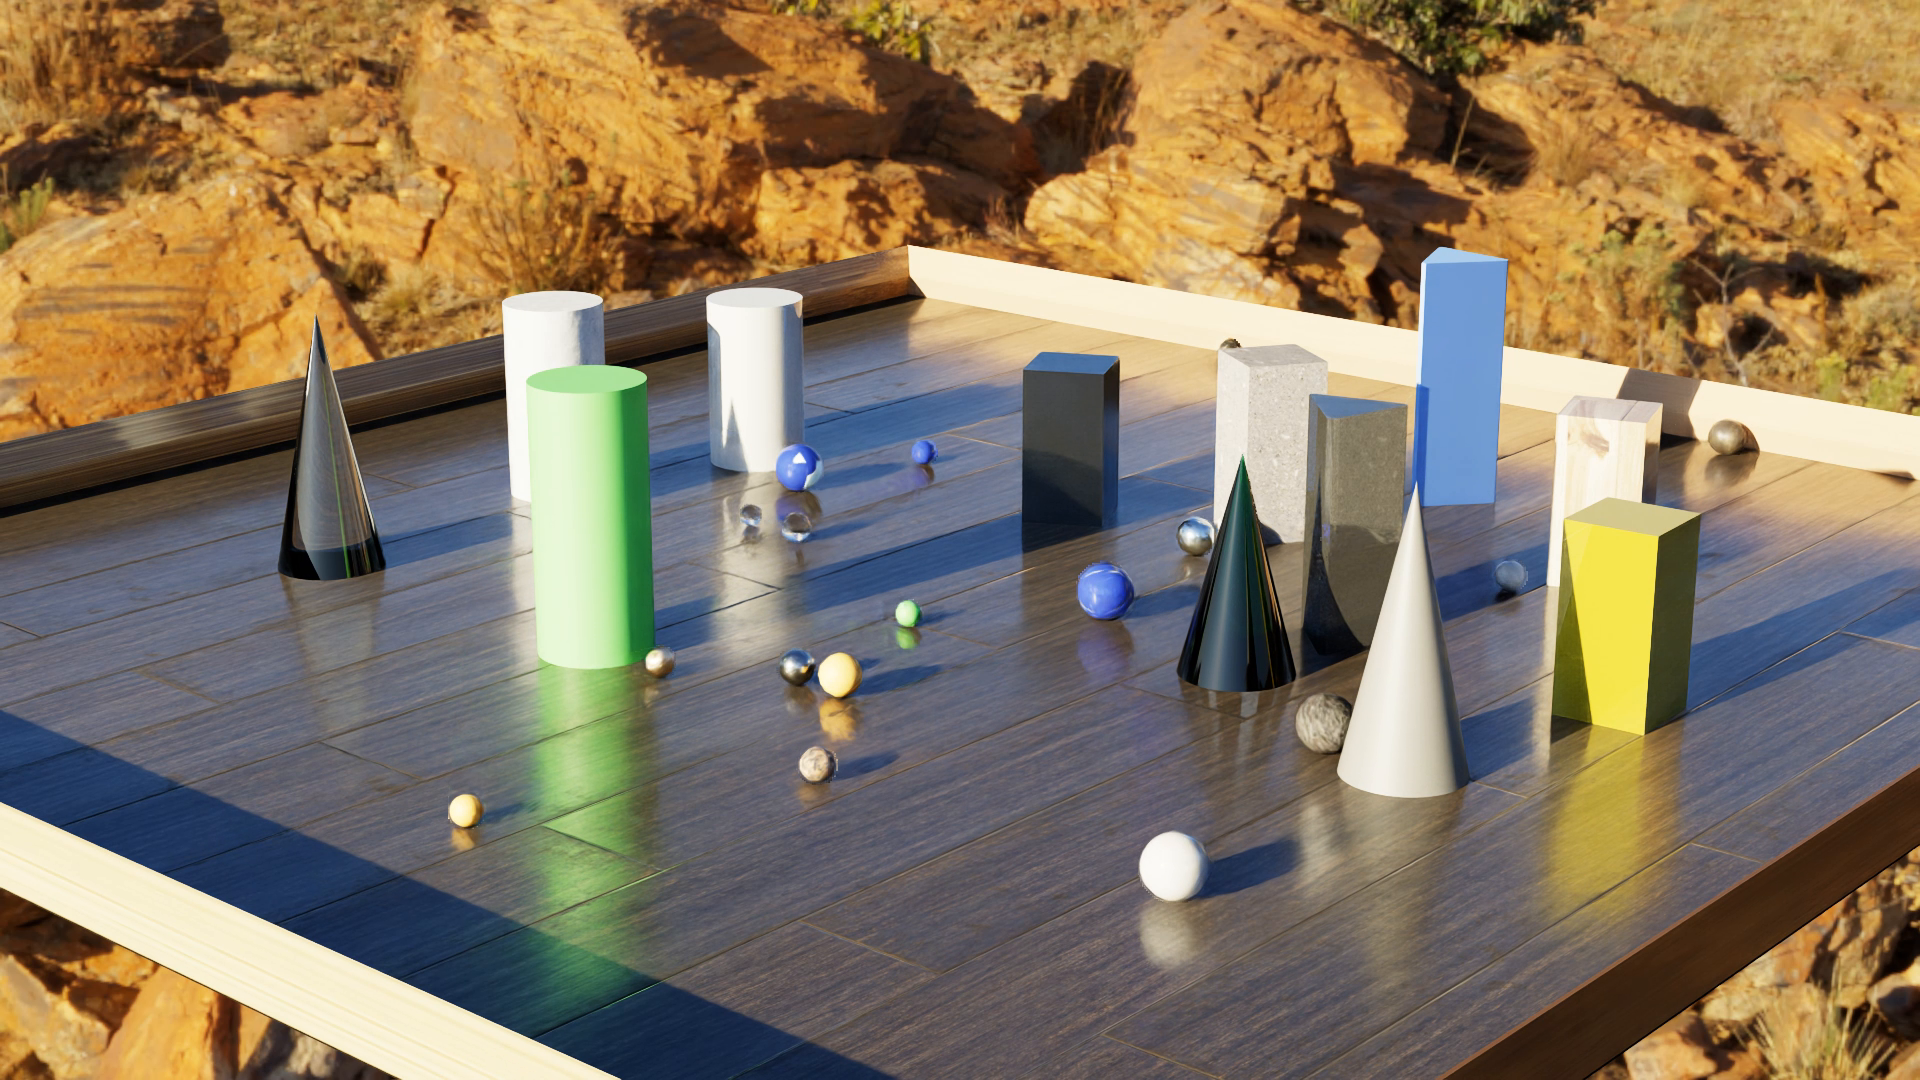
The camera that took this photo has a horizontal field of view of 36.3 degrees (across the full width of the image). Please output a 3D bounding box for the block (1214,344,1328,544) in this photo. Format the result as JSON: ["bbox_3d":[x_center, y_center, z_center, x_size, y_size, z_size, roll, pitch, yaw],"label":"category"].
[{"bbox_3d":[0.576,-0.178,5.449,0.154,0.338,0.154,-5,17,-16],"label":"block"}]

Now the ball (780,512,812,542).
[{"bbox_3d":[-0.303,-0.023,5.425,0.056,0.056,0.056,0,17,0],"label":"ball"}]

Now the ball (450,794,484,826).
[{"bbox_3d":[-0.692,0.379,4.109,0.046,0.046,0.046,0,17,0],"label":"ball"}]

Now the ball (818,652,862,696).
[{"bbox_3d":[-0.188,0.212,4.621,0.070,0.070,0.070,0,17,0],"label":"ball"}]

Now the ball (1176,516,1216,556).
[{"bbox_3d":[0.430,-0.007,5.348,0.070,0.070,0.070,0,17,0],"label":"ball"}]

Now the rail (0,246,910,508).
[{"bbox_3d":[-1.302,-0.295,6.202,0.045,0.125,3.621,14,22,39],"label":"rail"}]

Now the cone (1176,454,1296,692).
[{"bbox_3d":[0.447,0.037,4.686,0.193,0.367,0.193,0,17,0],"label":"cone"}]

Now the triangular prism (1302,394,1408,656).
[{"bbox_3d":[0.622,-0.033,4.861,0.167,0.401,0.145,-11,20,-32],"label":"triangular prism"}]

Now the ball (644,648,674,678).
[{"bbox_3d":[-0.482,0.196,4.712,0.048,0.048,0.048,0,17,0],"label":"ball"}]

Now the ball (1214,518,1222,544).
[{"bbox_3d":[0.496,-0.012,5.369,0.067,0.067,0.067,0,17,0],"label":"ball"}]

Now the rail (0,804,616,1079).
[{"bbox_3d":[-1.172,0.421,3.829,3.495,0.125,0.045,14,22,39],"label":"rail"}]

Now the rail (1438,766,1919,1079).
[{"bbox_3d":[1.302,0.358,4.038,0.045,0.125,3.621,14,22,39],"label":"rail"}]

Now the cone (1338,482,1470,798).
[{"bbox_3d":[0.651,0.129,4.246,0.193,0.445,0.193,0,17,0],"label":"cone"}]

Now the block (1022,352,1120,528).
[{"bbox_3d":[0.211,-0.193,5.571,0.154,0.296,0.154,4,17,14],"label":"block"}]

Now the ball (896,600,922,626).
[{"bbox_3d":[-0.087,0.125,4.957,0.043,0.043,0.043,0,17,0],"label":"ball"}]

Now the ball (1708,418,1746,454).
[{"bbox_3d":[1.574,-0.212,6.020,0.074,0.074,0.074,0,17,0],"label":"ball"}]

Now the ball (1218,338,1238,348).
[{"bbox_3d":[0.627,-0.447,6.846,0.045,0.045,0.045,0,17,0],"label":"ball"}]

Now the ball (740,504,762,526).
[{"bbox_3d":[-0.393,-0.047,5.530,0.041,0.041,0.041,0,17,0],"label":"ball"}]

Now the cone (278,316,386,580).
[{"bbox_3d":[-1.135,-0.179,5.232,0.193,0.466,0.193,0,17,0],"label":"cone"}]

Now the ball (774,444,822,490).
[{"bbox_3d":[-0.317,-0.143,5.758,0.093,0.093,0.093,0,17,0],"label":"ball"}]

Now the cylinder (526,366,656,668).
[{"bbox_3d":[-0.600,-0.039,4.779,0.193,0.459,0.193,0,17,0],"label":"cylinder"}]

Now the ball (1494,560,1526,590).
[{"bbox_3d":[0.966,0.062,5.149,0.053,0.053,0.053,0,17,0],"label":"ball"}]

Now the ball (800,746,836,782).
[{"bbox_3d":[-0.208,0.327,4.271,0.052,0.052,0.052,0,17,0],"label":"ball"}]

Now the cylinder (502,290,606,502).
[{"bbox_3d":[-0.786,-0.280,5.717,0.193,0.379,0.193,0,17,0],"label":"cylinder"}]

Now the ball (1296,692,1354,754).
[{"bbox_3d":[0.547,0.273,4.381,0.092,0.092,0.092,0,17,0],"label":"ball"}]

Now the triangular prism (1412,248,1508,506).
[{"bbox_3d":[0.943,-0.318,5.674,0.167,0.477,0.145,-3,17,-9],"label":"triangular prism"}]

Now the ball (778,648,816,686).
[{"bbox_3d":[-0.260,0.202,4.674,0.058,0.058,0.058,0,17,0],"label":"ball"}]

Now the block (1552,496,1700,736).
[{"bbox_3d":[1.026,0.115,4.518,0.154,0.316,0.154,12,21,35],"label":"block"}]

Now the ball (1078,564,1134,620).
[{"bbox_3d":[0.247,0.088,4.987,0.097,0.097,0.097,0,17,0],"label":"ball"}]

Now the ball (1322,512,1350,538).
[{"bbox_3d":[0.696,-0.027,5.434,0.050,0.050,0.050,0,17,0],"label":"ball"}]

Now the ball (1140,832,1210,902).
[{"bbox_3d":[0.283,0.430,3.862,0.092,0.092,0.092,0,17,0],"label":"ball"}]

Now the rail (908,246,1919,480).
[{"bbox_3d":[1.172,-0.358,6.412,3.495,0.125,0.045,14,22,39],"label":"rail"}]

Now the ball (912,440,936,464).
[{"bbox_3d":[-0.075,-0.178,5.951,0.048,0.048,0.048,0,17,0],"label":"ball"}]

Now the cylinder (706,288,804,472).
[{"bbox_3d":[-0.413,-0.326,5.944,0.193,0.336,0.193,0,17,0],"label":"cylinder"}]

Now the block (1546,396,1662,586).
[{"bbox_3d":[1.138,-0.081,5.175,0.154,0.310,0.154,7,18,22],"label":"block"}]
